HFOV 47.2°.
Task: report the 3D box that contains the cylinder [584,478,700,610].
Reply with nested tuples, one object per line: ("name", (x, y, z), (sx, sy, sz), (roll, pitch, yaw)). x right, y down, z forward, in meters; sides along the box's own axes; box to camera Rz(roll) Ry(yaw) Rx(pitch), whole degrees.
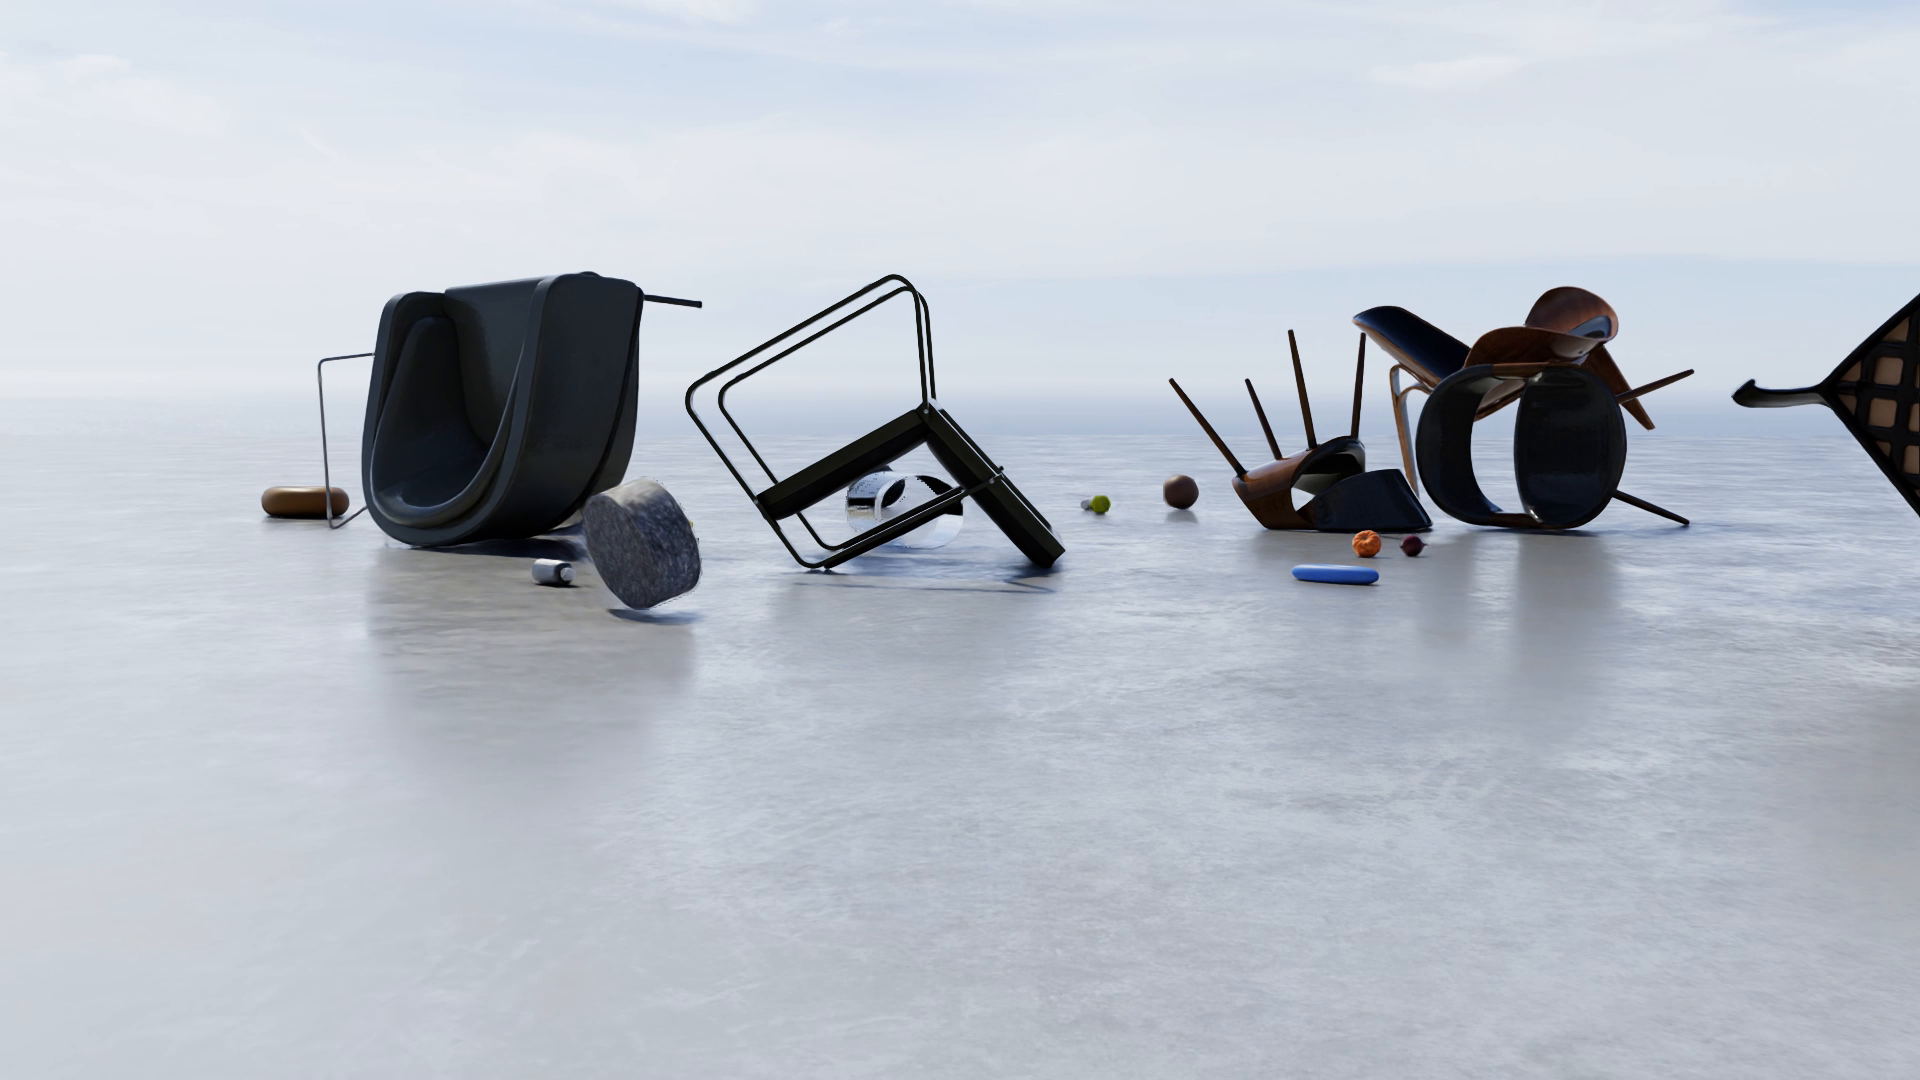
("cylinder", (-0.647, 0.008, 4.462), (0.106, 0.243, 0.268), (-23, 41, -34))

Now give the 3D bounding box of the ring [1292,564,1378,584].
("ring", (0.873, 0.079, 5.120), (0.086, 0.039, 0.242), (-2, 4, -44))

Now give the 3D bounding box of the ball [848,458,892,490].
("ball", (-0.339, -0.221, 8.432), (0.182, 0.182, 0.182), (0, 4, 0))

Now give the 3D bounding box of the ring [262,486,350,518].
("ring", (-2.318, -0.136, 7.784), (0.266, 0.104, 0.413), (-3, 4, -44))

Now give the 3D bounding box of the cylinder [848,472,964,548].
("cylinder", (-0.157, -0.086, 6.277), (0.258, 0.206, 0.247), (11, -1, -26))

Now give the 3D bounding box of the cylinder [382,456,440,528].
("cylinder", (-1.789, -0.158, 7.169), (0.178, 0.230, 0.169), (1, 4, 12))
